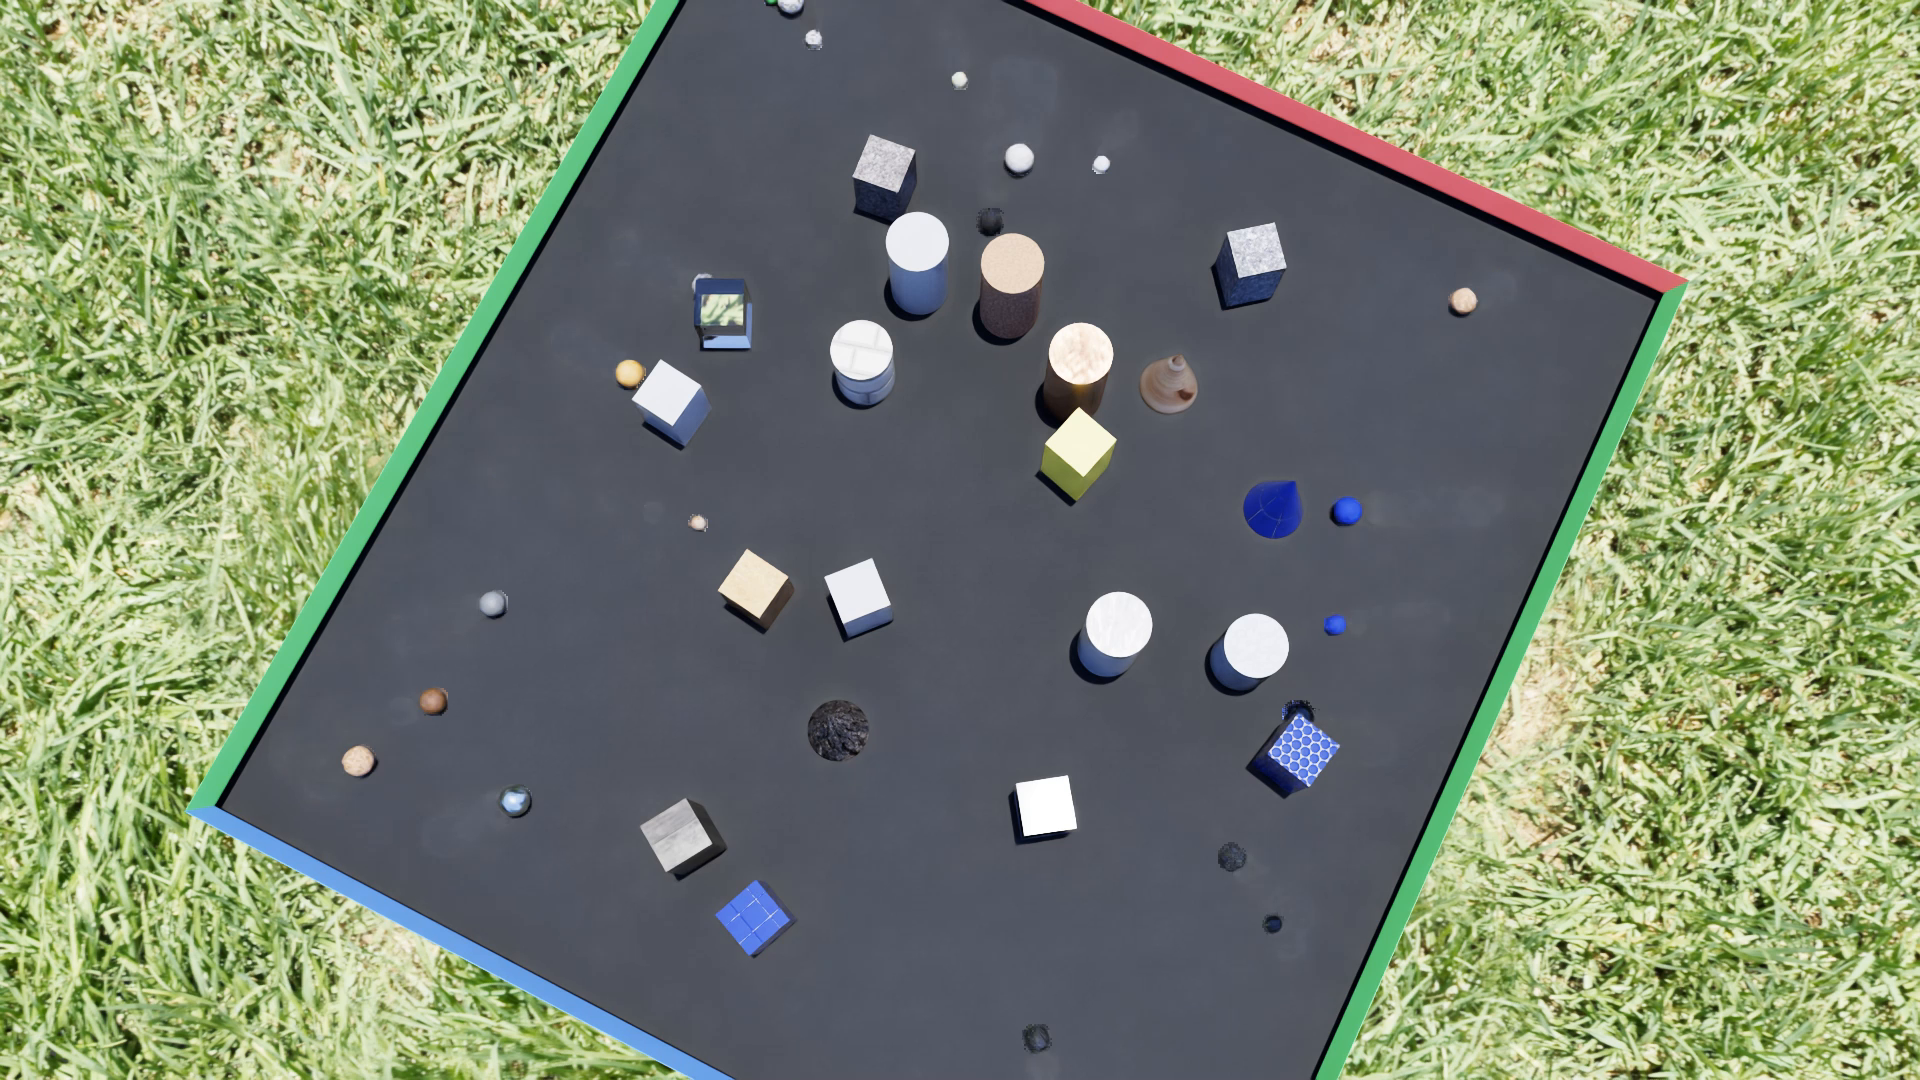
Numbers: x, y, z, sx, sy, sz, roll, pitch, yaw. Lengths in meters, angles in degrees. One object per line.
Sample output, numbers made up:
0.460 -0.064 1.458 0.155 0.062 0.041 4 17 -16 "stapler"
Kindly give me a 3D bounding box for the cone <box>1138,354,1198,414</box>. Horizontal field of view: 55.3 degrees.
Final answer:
0.650 -0.513 5.550 0.185 0.338 0.185 0 78 0 "cone"

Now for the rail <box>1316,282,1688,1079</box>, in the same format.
1.459 0.721 5.405 0.045 0.120 3.472 26 80 5 "rail"

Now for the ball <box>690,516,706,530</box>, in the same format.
-0.801 -0.051 5.603 0.046 0.046 0.046 0 78 0 "ball"

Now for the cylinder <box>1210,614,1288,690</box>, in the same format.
0.848 0.333 5.391 0.185 0.306 0.185 0 78 0 "cylinder"

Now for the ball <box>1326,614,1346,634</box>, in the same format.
1.135 0.256 5.532 0.062 0.062 0.062 0 78 0 "ball"

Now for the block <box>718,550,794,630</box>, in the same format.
-0.605 0.151 5.467 0.148 0.232 0.148 33 80 6 "block"

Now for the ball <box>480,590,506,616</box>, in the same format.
-1.412 0.193 5.537 0.078 0.078 0.078 0 78 0 "ball"

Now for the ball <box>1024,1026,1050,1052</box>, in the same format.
0.221 1.437 5.280 0.076 0.076 0.076 0 78 0 "ball"

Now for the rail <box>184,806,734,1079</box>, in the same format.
-0.766 1.506 5.243 3.309 0.120 0.045 26 80 5 "rail"

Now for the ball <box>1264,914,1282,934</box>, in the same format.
0.916 1.123 5.357 0.053 0.053 0.053 0 78 0 "ball"

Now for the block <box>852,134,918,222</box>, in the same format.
-0.232 -1.123 5.718 0.148 0.255 0.148 20 79 4 "block"

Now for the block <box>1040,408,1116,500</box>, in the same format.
0.353 -0.254 5.502 0.148 0.326 0.148 41 81 8 "block"

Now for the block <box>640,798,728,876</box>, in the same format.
-0.788 0.854 5.259 0.148 0.355 0.148 -31 80 -6 "block"

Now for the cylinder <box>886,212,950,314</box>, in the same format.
-0.126 -0.838 5.587 0.185 0.396 0.185 0 78 0 "cylinder"

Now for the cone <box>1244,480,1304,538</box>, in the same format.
0.963 -0.132 5.450 0.185 0.378 0.185 0 78 0 "cone"

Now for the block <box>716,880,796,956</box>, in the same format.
-0.581 1.084 5.260 0.148 0.258 0.148 -41 81 -8 "block"

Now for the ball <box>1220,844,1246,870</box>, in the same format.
0.802 0.933 5.386 0.074 0.074 0.074 0 78 0 "ball"

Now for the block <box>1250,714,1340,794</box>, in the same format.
0.972 0.624 5.331 0.148 0.305 0.148 38 81 7 "block"

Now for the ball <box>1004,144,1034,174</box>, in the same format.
0.188 -1.212 5.820 0.092 0.092 0.092 0 78 0 "ball"

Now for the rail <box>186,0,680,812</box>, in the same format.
-1.459 -0.708 5.700 0.045 0.120 3.472 26 80 5 "rail"

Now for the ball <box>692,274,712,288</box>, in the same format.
-0.802 -0.799 5.745 0.072 0.072 0.072 0 78 0 "ball"

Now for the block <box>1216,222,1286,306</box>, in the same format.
0.895 -0.847 5.656 0.148 0.266 0.148 -12 79 -2 "block"

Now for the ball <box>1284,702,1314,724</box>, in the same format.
1.009 0.526 5.461 0.091 0.091 0.091 0 78 0 "ball"

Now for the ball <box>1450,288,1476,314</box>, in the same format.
1.575 -0.747 5.730 0.080 0.080 0.080 0 78 0 "ball"

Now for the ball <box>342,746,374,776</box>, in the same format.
-1.785 0.656 5.435 0.089 0.089 0.089 0 78 0 "ball"

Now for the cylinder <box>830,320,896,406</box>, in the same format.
-0.293 -0.538 5.586 0.185 0.277 0.185 0 78 0 "cylinder"

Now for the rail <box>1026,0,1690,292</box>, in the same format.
0.766 -1.494 5.863 3.309 0.120 0.045 26 80 5 "rail"

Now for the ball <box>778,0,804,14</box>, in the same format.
-0.549 -1.749 5.934 0.087 0.087 0.087 0 78 0 "ball"

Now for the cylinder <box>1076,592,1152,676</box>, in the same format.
0.446 0.280 5.339 0.185 0.431 0.185 0 78 0 "cylinder"

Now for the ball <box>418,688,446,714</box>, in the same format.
-1.575 0.482 5.476 0.079 0.079 0.079 0 78 0 "ball"

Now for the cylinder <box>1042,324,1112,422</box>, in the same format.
0.350 -0.495 5.500 0.185 0.428 0.185 0 78 0 "cylinder"

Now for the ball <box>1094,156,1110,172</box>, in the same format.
0.452 -1.198 5.838 0.051 0.051 0.051 0 78 0 "ball"

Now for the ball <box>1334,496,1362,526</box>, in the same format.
1.183 -0.089 5.590 0.088 0.088 0.088 0 78 0 "ball"

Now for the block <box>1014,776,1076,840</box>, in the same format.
0.243 0.778 5.308 0.148 0.289 0.148 -9 78 -2 "block"

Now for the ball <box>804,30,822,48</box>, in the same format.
-0.474 -1.617 5.922 0.056 0.056 0.056 0 78 0 "ball"

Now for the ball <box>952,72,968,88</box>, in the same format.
-0.002 -1.481 5.897 0.051 0.051 0.051 0 78 0 "ball"

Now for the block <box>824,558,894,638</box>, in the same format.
-0.297 0.175 5.440 0.148 0.275 0.148 -22 79 -4 "block"

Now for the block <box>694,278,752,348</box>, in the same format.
-0.728 -0.697 5.646 0.148 0.223 0.148 0 78 0 "block"

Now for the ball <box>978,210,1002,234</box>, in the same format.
0.097 -1.004 5.784 0.078 0.078 0.078 0 78 0 "ball"

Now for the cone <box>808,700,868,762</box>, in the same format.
-0.366 0.530 5.296 0.185 0.413 0.185 0 78 0 "cone"

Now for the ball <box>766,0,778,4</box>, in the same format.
-0.612 -1.767 5.957 0.049 0.049 0.049 0 78 0 "ball"

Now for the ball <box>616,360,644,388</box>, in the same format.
-1.024 -0.516 5.679 0.087 0.087 0.087 0 78 0 "ball"

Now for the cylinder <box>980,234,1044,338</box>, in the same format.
0.154 -0.765 5.557 0.185 0.425 0.185 0 78 0 "cylinder"

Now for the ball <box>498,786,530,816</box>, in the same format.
-1.316 0.770 5.411 0.091 0.091 0.091 0 78 0 "ball"

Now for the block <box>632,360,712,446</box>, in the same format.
-0.873 -0.414 5.575 0.148 0.249 0.148 33 80 6 "block"
